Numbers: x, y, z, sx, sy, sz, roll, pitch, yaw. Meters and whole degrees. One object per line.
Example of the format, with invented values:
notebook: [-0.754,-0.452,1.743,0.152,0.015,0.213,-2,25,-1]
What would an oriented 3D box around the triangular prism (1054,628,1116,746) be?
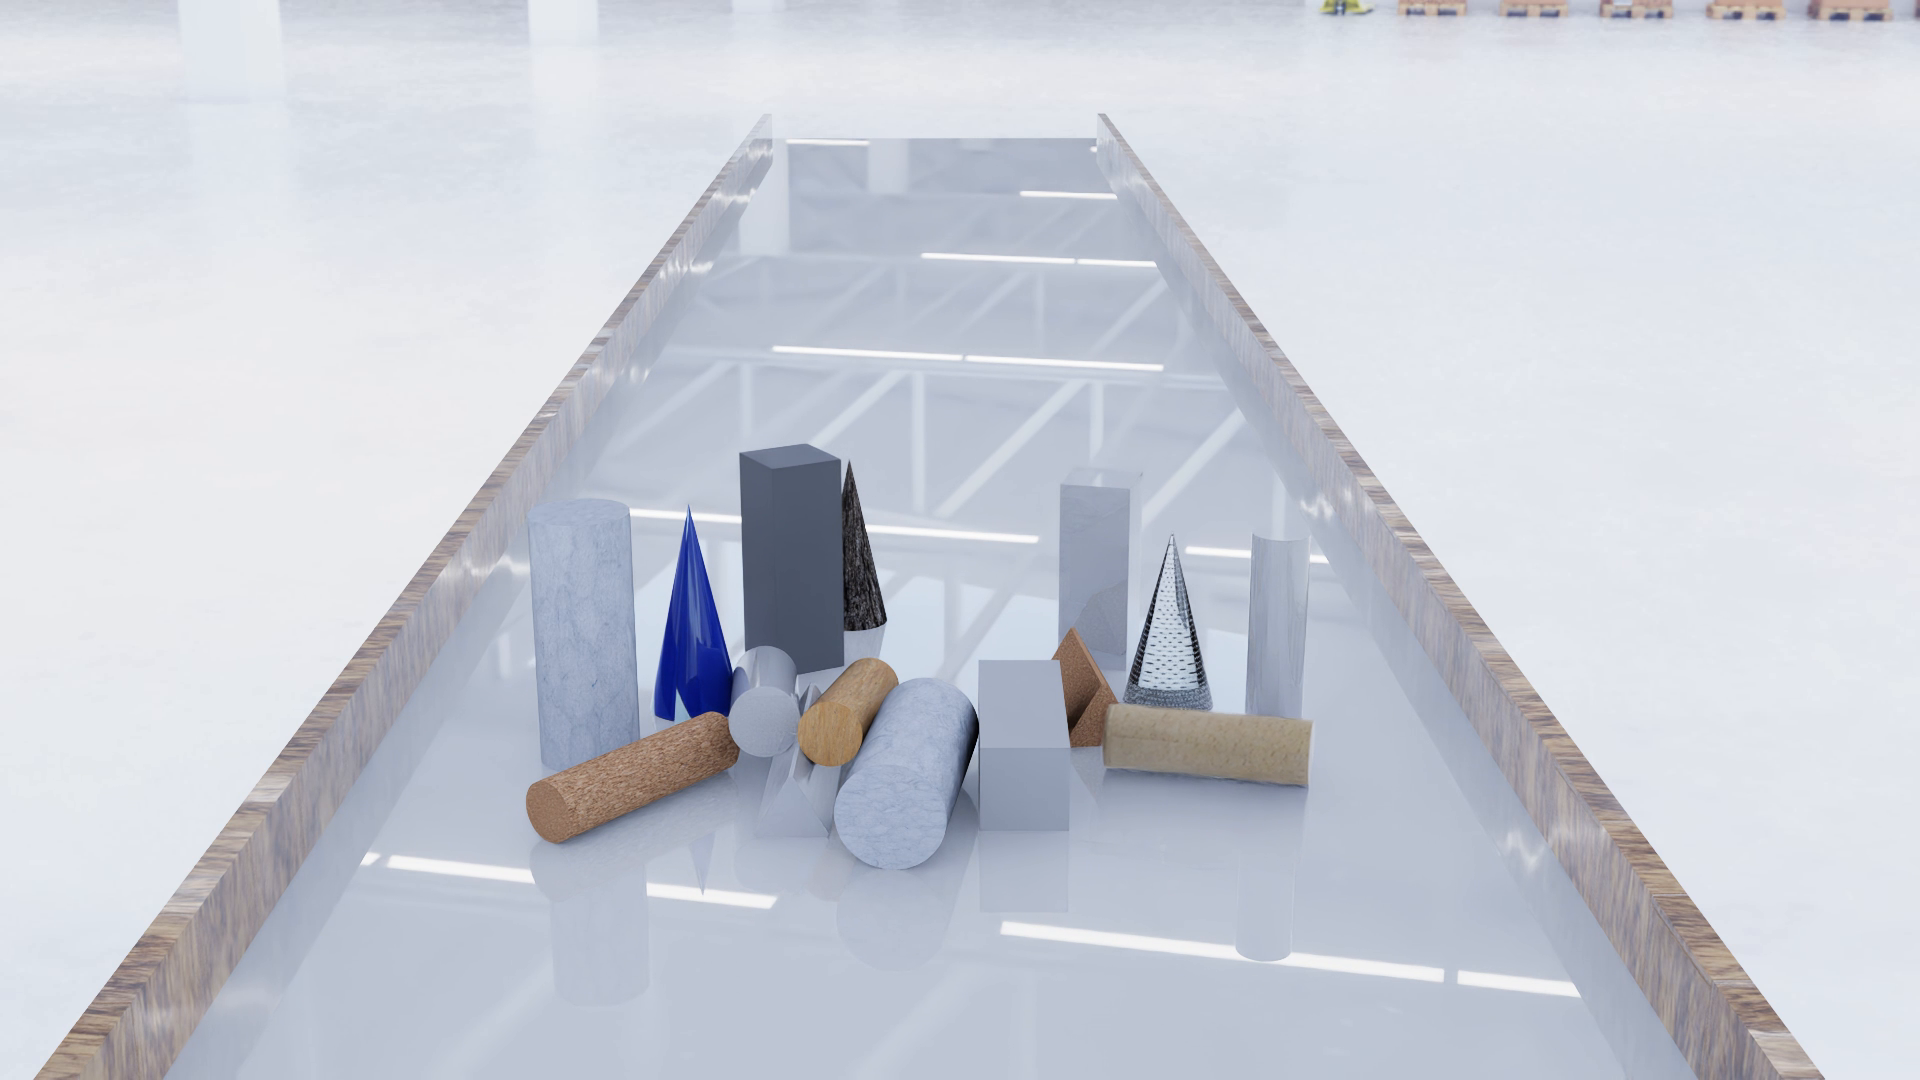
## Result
triangular prism: [0.237,0.268,4.107,0.135,0.117,0.316,-2,17,-7]

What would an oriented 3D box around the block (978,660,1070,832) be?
block: [0.106,0.348,3.799,0.147,0.147,0.424,0,17,0]

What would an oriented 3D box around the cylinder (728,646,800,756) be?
cylinder: [-0.349,0.284,3.936,0.122,0.122,0.418,-1,7,-5]

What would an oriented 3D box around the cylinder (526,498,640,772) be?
cylinder: [-0.660,0.168,3.867,0.176,0.453,0.176,0,17,0]

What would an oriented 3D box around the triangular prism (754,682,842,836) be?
triangular prism: [-0.271,0.370,3.789,0.121,0.104,0.442,1,17,1]

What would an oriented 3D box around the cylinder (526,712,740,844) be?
cylinder: [-0.546,0.396,3.710,0.105,0.105,0.396,12,21,36]

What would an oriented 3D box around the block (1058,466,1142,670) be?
block: [0.279,0.056,4.382,0.139,0.374,0.139,4,17,14]

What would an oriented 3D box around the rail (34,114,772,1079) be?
rail: [-1.118,-0.838,7.780,0.050,0.150,12.000,0,17,-1]

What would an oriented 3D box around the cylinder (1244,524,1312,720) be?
cylinder: [0.564,0.180,3.914,0.104,0.403,0.104,0,17,0]

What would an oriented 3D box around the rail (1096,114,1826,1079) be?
rail: [0.932,-0.844,7.801,0.050,0.150,12.000,0,17,-1]

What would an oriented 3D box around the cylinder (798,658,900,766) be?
cylinder: [-0.193,0.300,3.897,0.111,0.111,0.438,2,7,6]

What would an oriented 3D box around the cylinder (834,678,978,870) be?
cylinder: [-0.083,0.379,3.638,0.180,0.180,0.395,2,17,8]

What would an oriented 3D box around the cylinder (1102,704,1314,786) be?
cylinder: [0.433,0.356,3.831,0.355,0.113,0.113,4,17,13]

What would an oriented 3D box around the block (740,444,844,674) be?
block: [-0.332,0.040,4.347,0.148,0.425,0.148,-10,19,-29]

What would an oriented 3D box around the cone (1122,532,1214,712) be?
cone: [0.395,0.145,4.136,0.174,0.344,0.174,0,17,0]

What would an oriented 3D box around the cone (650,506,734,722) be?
cone: [-0.501,0.123,4.111,0.173,0.400,0.173,0,17,0]

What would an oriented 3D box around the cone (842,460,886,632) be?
cone: [-0.229,-0.001,4.609,0.150,0.354,0.150,0,17,0]
